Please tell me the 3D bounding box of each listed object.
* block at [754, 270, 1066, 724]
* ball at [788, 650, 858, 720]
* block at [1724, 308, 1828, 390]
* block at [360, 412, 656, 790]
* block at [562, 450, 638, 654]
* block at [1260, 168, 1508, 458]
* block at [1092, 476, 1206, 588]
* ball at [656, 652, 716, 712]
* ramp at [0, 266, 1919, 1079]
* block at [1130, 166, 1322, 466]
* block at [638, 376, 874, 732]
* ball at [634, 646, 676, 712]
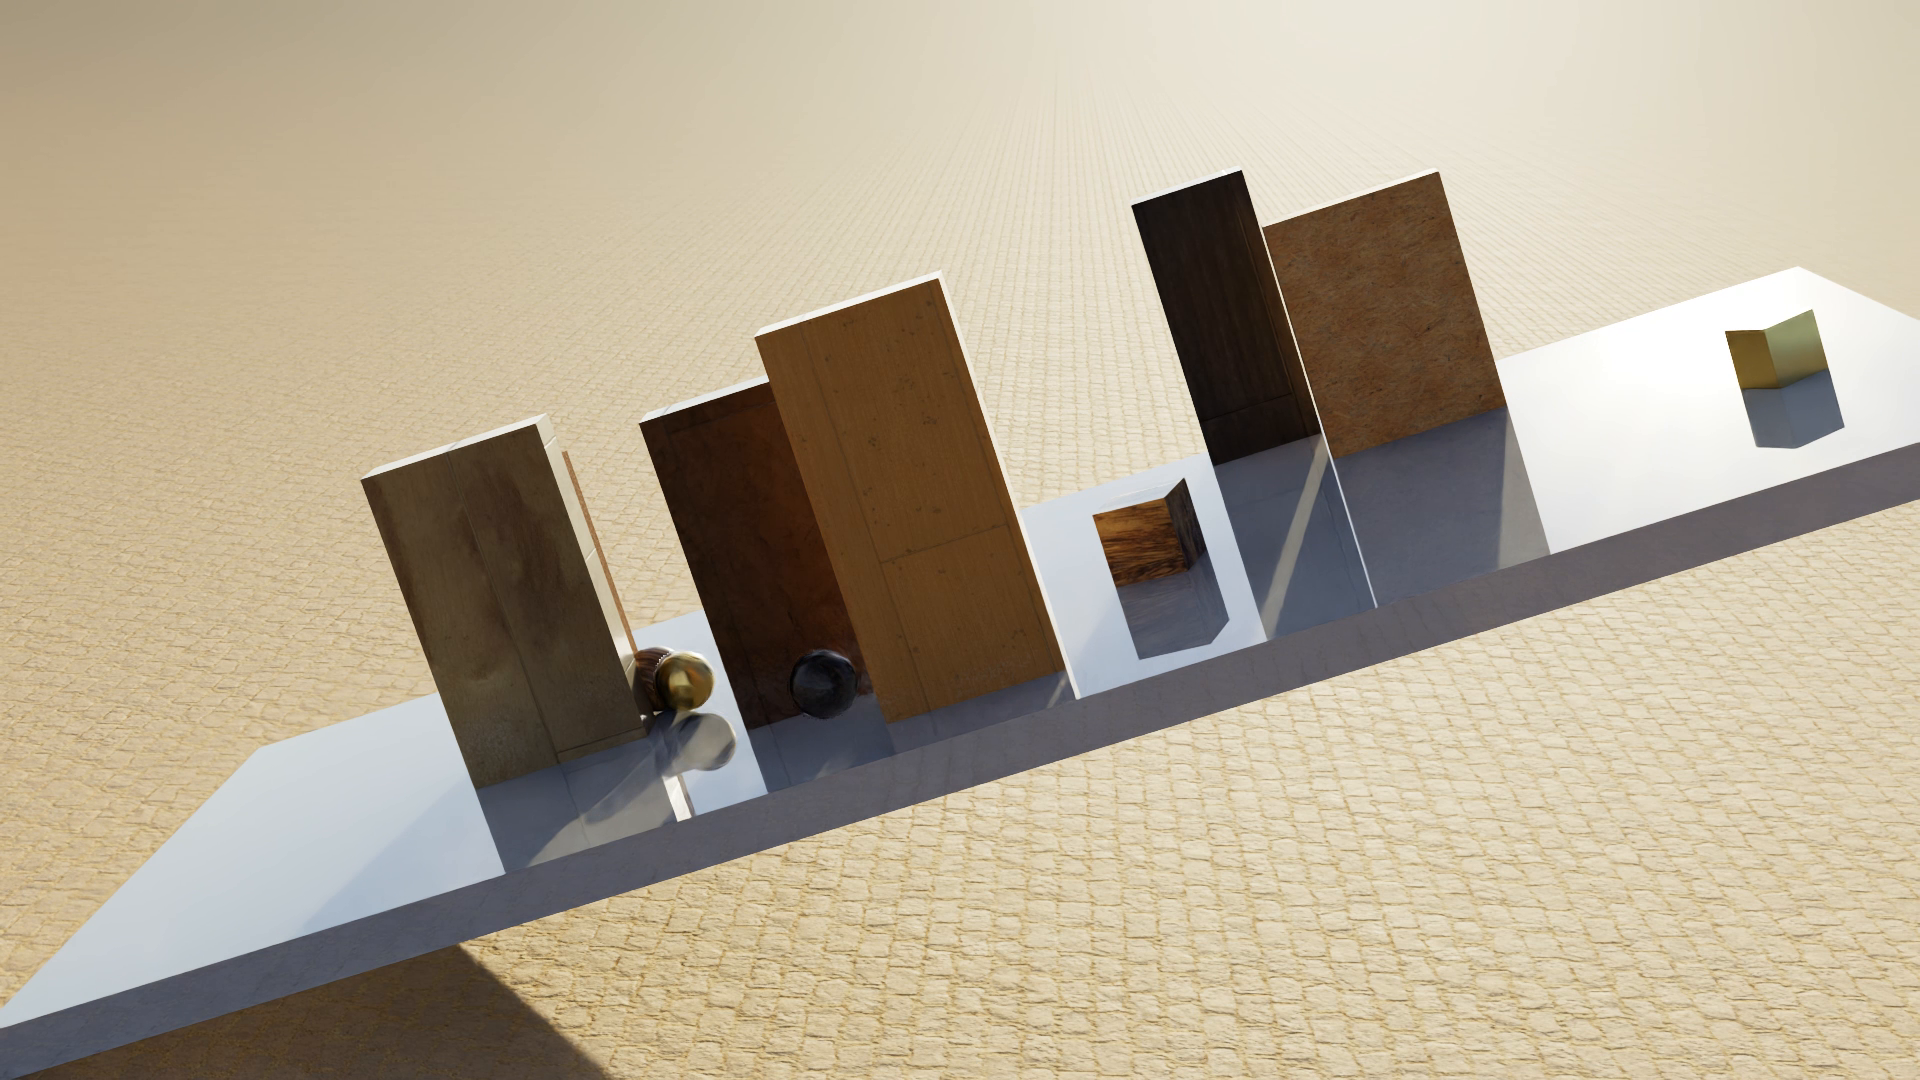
[{"bbox_3d":[-0.088,-0.078,5.554,0.359,0.778,0.124,-17,10,5],"label":"block"},{"bbox_3d":[-0.267,0.283,5.767,0.137,0.137,0.137,0,12,0],"label":"ball"},{"bbox_3d":[1.655,-0.388,5.964,0.128,0.128,0.128,-22,11,-21],"label":"block"},{"bbox_3d":[-0.941,0.130,6.165,0.386,0.696,0.135,-17,10,5],"label":"block"},{"bbox_3d":[-0.948,0.145,6.420,0.377,0.580,0.127,-17,10,5],"label":"block"},{"bbox_3d":[0.953,-0.509,6.620,0.406,0.550,0.092,-17,10,5],"label":"block"},{"bbox_3d":[0.395,-0.016,6.111,0.161,0.161,0.161,-14,11,23],"label":"block"},{"bbox_3d":[-0.580,0.298,6.216,0.127,0.127,0.127,0,12,0],"label":"ball"},{"bbox_3d":[0.102,0.182,6.310,4.000,0.100,2.000,-17,10,5],"label":"ramp"},{"bbox_3d":[0.633,-0.533,7.008,0.272,0.654,0.129,-17,10,5],"label":"block"},{"bbox_3d":[-0.395,0.022,5.892,0.281,0.657,0.129,-17,10,5],"label":"block"},{"bbox_3d":[-0.653,0.298,6.330,0.143,0.143,0.143,0,12,0],"label":"ball"}]
